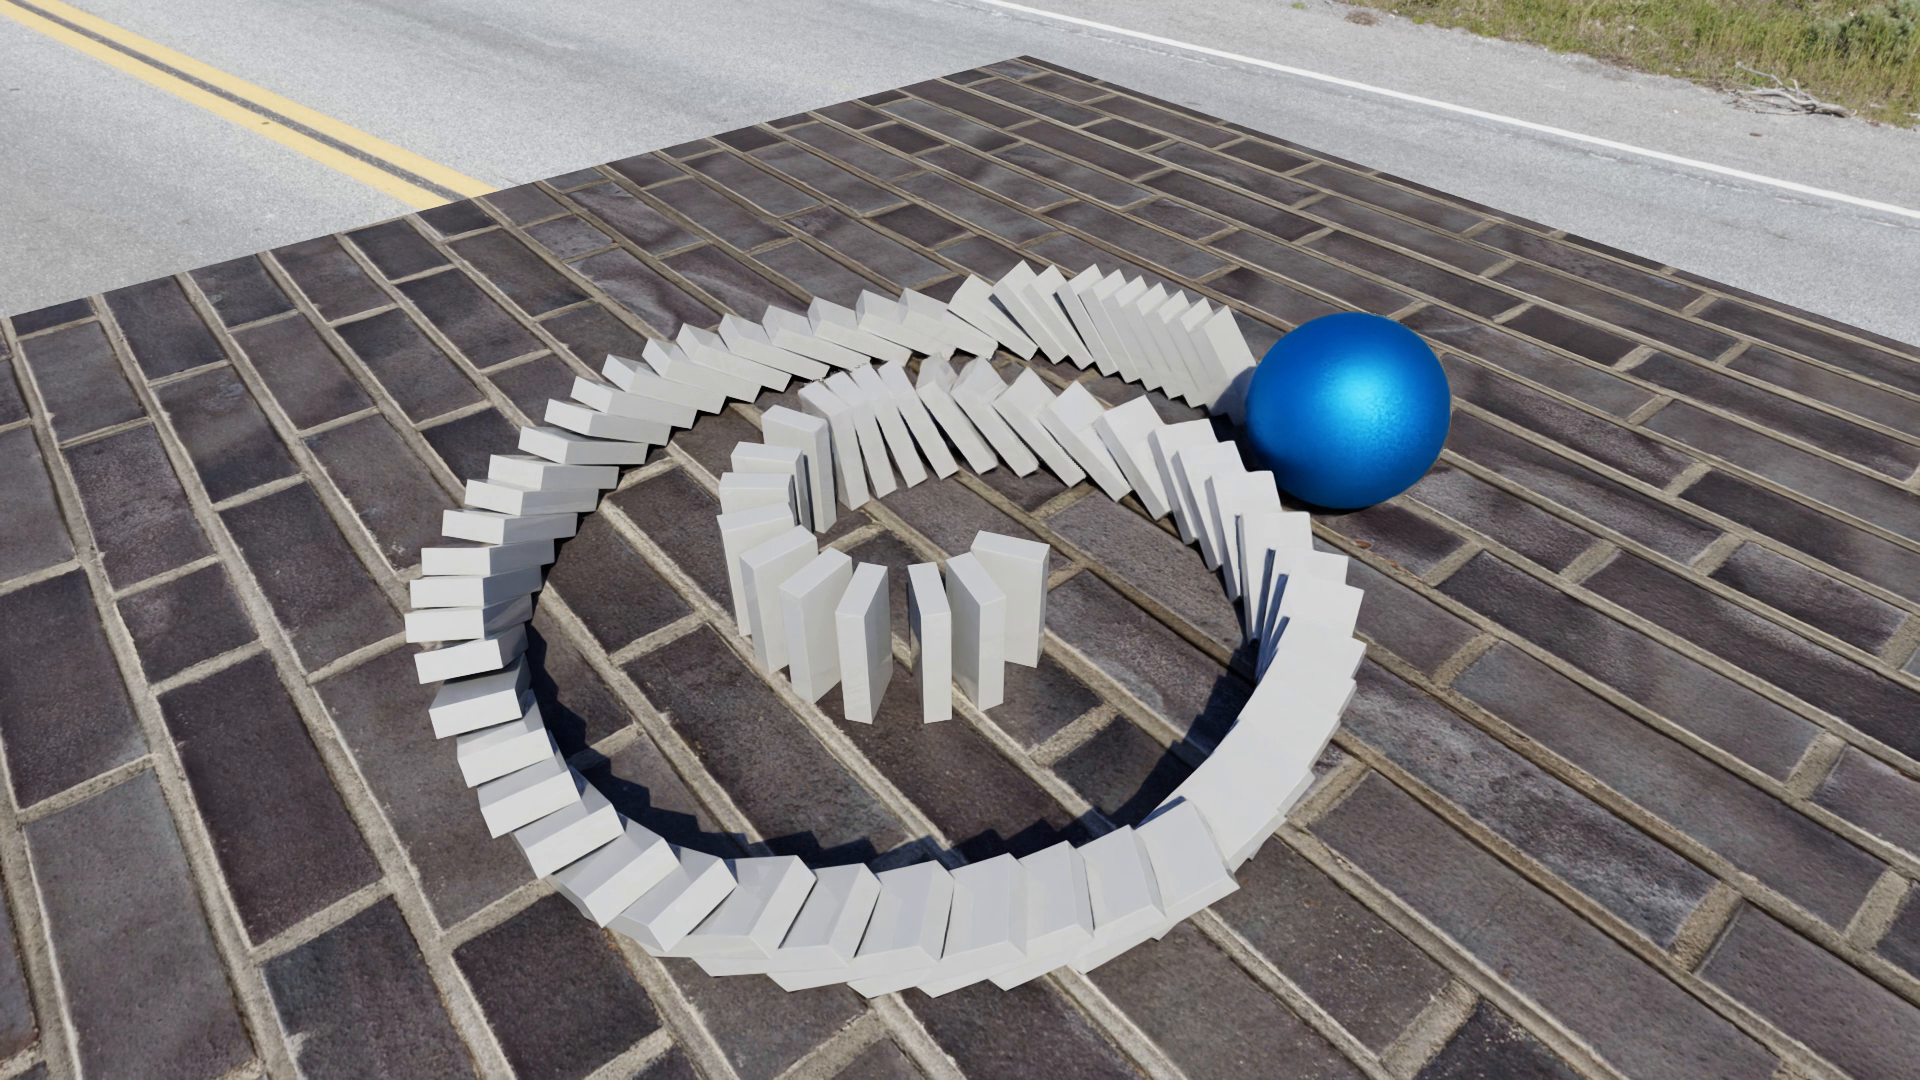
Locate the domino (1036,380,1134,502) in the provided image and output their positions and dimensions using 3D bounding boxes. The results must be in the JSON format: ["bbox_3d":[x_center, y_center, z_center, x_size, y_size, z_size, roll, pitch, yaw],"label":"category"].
[{"bbox_3d":[0.059,-0.043,0.474,0.050,0.010,0.025,47,50,-1],"label":"domino"}]

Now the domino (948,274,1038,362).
[{"bbox_3d":[0.021,-0.115,0.567,0.050,0.010,0.025,33,44,-2],"label":"domino"}]

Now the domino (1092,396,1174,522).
[{"bbox_3d":[0.081,-0.035,0.467,0.025,0.010,0.050,-25,76,-27],"label":"domino"}]

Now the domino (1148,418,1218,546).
[{"bbox_3d":[0.098,-0.024,0.455,0.025,0.010,0.050,-11,70,-13],"label":"domino"}]

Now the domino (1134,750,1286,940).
[{"bbox_3d":[0.066,0.087,0.315,0.050,0.009,0.025,-44,51,2],"label":"domino"}]

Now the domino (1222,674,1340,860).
[{"bbox_3d":[0.092,0.069,0.337,0.025,0.010,0.050,32,83,29],"label":"domino"}]

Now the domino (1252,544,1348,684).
[{"bbox_3d":[0.121,0.028,0.390,0.025,0.009,0.050,10,70,12],"label":"domino"}]

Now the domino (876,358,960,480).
[{"bbox_3d":[-0.018,-0.052,0.475,0.009,0.050,0.025,-30,43,2],"label":"domino"}]

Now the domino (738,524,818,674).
[{"bbox_3d":[-0.061,0.021,0.385,0.025,0.050,0.009,-28,47,-30],"label":"domino"}]

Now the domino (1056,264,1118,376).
[{"bbox_3d":[0.070,-0.110,0.550,0.010,0.050,0.025,-17,18,49],"label":"domino"}]

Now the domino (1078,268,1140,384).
[{"bbox_3d":[0.080,-0.106,0.544,0.010,0.050,0.025,-16,19,49],"label":"domino"}]

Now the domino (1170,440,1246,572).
[{"bbox_3d":[0.105,-0.014,0.441,0.025,0.009,0.050,-11,70,-13],"label":"domino"}]

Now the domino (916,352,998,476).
[{"bbox_3d":[0.000,-0.055,0.481,0.010,0.050,0.025,-24,33,24],"label":"domino"}]

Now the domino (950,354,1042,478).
[{"bbox_3d":[0.018,-0.054,0.482,0.009,0.050,0.025,-27,25,35],"label":"domino"}]

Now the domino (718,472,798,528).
[{"bbox_3d":[-0.074,-0.002,0.414,0.025,0.050,0.009,0,39,0],"label":"domino"}]

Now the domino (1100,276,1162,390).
[{"bbox_3d":[0.090,-0.101,0.539,0.010,0.050,0.025,-16,19,49],"label":"domino"}]

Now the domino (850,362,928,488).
[{"bbox_3d":[-0.030,-0.049,0.470,0.009,0.050,0.025,-29,44,-5],"label":"domino"}]

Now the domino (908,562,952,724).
[{"bbox_3d":[-0.010,0.035,0.369,0.009,0.050,0.025,-8,40,-9],"label":"domino"}]

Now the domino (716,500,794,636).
[{"bbox_3d":[-0.071,0.011,0.398,0.025,0.050,0.009,-13,41,-16],"label":"domino"}]

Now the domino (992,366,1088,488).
[{"bbox_3d":[0.039,-0.049,0.480,0.050,0.009,0.025,46,45,-9],"label":"domino"}]

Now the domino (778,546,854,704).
[{"bbox_3d":[-0.047,0.030,0.375,0.009,0.050,0.025,25,46,28],"label":"domino"}]

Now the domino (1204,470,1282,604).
[{"bbox_3d":[0.113,-0.002,0.427,0.025,0.010,0.050,-4,69,-8],"label":"domino"}]

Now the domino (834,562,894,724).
[{"bbox_3d":[-0.032,0.035,0.369,0.009,0.050,0.025,9,40,11],"label":"domino"}]

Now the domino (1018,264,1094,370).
[{"bbox_3d":[0.054,-0.113,0.556,0.050,0.009,0.025,50,47,-7],"label":"domino"}]

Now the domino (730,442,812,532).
[{"bbox_3d":[-0.072,-0.014,0.428,0.025,0.050,0.009,7,40,8],"label":"domino"}]

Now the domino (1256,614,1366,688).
[{"bbox_3d":[0.110,0.052,0.360,0.025,0.009,0.050,24,78,27],"label":"domino"}]

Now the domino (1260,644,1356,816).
[{"bbox_3d":[0.101,0.061,0.348,0.025,0.009,0.050,28,81,29],"label":"domino"}]

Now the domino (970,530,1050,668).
[{"bbox_3d":[0.017,0.021,0.386,0.025,0.050,0.010,12,41,14],"label":"domino"}]

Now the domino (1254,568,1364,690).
[{"bbox_3d":[0.118,0.038,0.376,0.025,0.009,0.050,17,75,14],"label":"domino"}]

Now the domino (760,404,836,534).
[{"bbox_3d":[-0.065,-0.028,0.446,0.025,0.050,0.009,18,43,21],"label":"domino"}]

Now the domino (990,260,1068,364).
[{"bbox_3d":[0.040,-0.116,0.561,0.050,0.010,0.025,48,45,-9],"label":"domino"}]

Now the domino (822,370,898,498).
[{"bbox_3d":[-0.042,-0.044,0.465,0.009,0.050,0.025,-29,46,-14],"label":"domino"}]

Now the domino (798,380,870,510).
[{"bbox_3d":[-0.052,-0.039,0.458,0.010,0.050,0.025,-31,48,-22],"label":"domino"}]

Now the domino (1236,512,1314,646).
[{"bbox_3d":[0.118,0.014,0.409,0.025,0.010,0.050,1,67,1],"label":"domino"}]

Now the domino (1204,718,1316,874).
[{"bbox_3d":[0.078,0.080,0.325,0.050,0.009,0.025,-48,52,-2],"label":"domino"}]

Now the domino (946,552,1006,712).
[{"bbox_3d":[0.005,0.032,0.373,0.009,0.050,0.025,-18,43,-20],"label":"domino"}]
